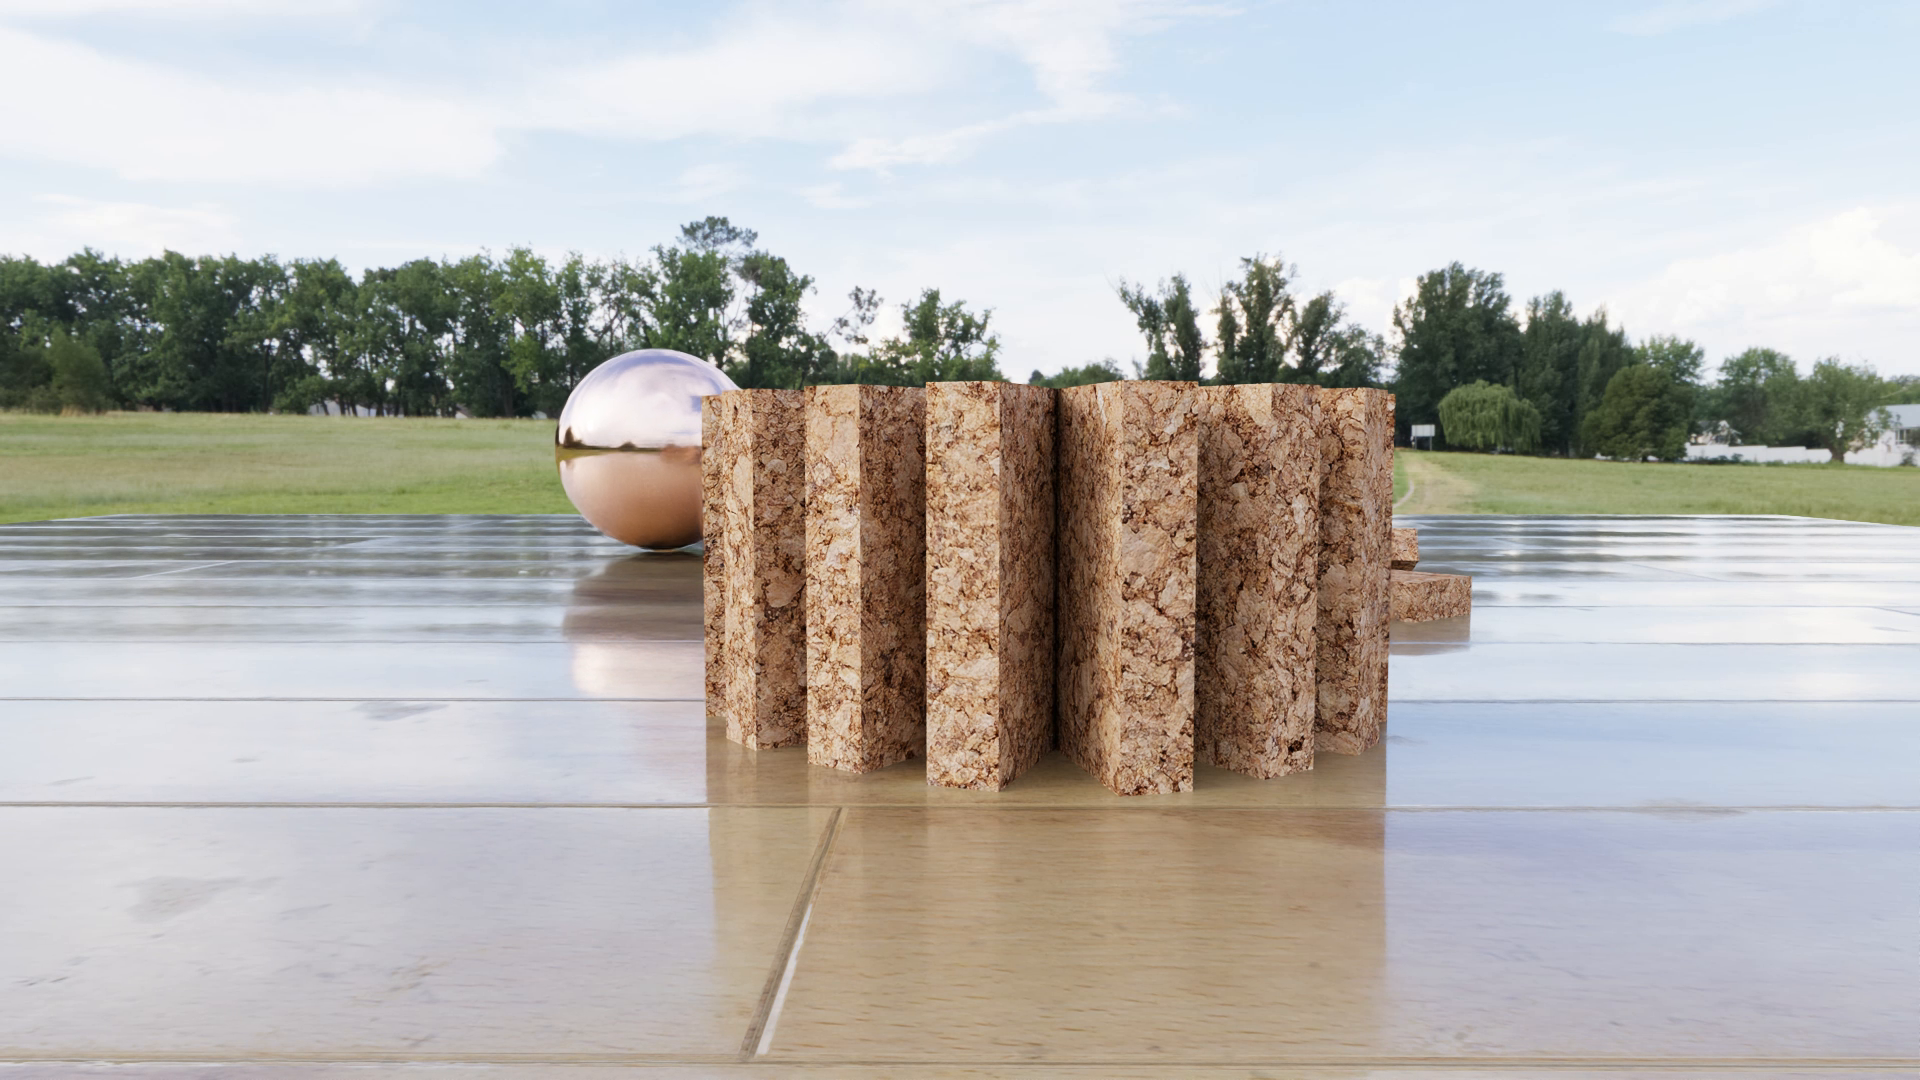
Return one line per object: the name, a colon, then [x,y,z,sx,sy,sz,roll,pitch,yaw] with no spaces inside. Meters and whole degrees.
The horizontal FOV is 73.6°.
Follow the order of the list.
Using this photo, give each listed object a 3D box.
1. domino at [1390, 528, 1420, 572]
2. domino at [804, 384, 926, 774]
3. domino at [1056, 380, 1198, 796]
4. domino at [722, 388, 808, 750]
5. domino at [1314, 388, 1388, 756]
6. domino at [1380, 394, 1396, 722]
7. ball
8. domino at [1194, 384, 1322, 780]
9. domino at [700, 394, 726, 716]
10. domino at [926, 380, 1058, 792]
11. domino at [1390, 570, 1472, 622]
domino: [0.103,0.005,0.370,0.050,0.009,0.025,0,-20,7]
domino: [-0.009,0.004,0.177,0.009,0.050,0.025,3,5,37]
domino: [0.021,0.005,0.166,0.009,0.050,0.025,-1,4,-14]
domino: [-0.021,0.004,0.187,0.025,0.050,0.009,-3,5,-35]
domino: [0.047,0.004,0.184,0.025,0.050,0.010,3,5,35]
domino: [0.053,0.003,0.200,0.025,0.050,0.009,0,4,-1]
ball: [-0.120,-0.036,0.511,0.080,0.080,0.080,0,4,0]
domino: [0.035,0.005,0.174,0.010,0.050,0.025,-3,5,-36]
domino: [-0.027,0.002,0.203,0.025,0.050,0.009,0,4,3]
domino: [0.005,0.005,0.168,0.009,0.050,0.025,2,5,21]
domino: [0.102,0.013,0.332,0.025,0.010,0.050,-3,5,-38]
